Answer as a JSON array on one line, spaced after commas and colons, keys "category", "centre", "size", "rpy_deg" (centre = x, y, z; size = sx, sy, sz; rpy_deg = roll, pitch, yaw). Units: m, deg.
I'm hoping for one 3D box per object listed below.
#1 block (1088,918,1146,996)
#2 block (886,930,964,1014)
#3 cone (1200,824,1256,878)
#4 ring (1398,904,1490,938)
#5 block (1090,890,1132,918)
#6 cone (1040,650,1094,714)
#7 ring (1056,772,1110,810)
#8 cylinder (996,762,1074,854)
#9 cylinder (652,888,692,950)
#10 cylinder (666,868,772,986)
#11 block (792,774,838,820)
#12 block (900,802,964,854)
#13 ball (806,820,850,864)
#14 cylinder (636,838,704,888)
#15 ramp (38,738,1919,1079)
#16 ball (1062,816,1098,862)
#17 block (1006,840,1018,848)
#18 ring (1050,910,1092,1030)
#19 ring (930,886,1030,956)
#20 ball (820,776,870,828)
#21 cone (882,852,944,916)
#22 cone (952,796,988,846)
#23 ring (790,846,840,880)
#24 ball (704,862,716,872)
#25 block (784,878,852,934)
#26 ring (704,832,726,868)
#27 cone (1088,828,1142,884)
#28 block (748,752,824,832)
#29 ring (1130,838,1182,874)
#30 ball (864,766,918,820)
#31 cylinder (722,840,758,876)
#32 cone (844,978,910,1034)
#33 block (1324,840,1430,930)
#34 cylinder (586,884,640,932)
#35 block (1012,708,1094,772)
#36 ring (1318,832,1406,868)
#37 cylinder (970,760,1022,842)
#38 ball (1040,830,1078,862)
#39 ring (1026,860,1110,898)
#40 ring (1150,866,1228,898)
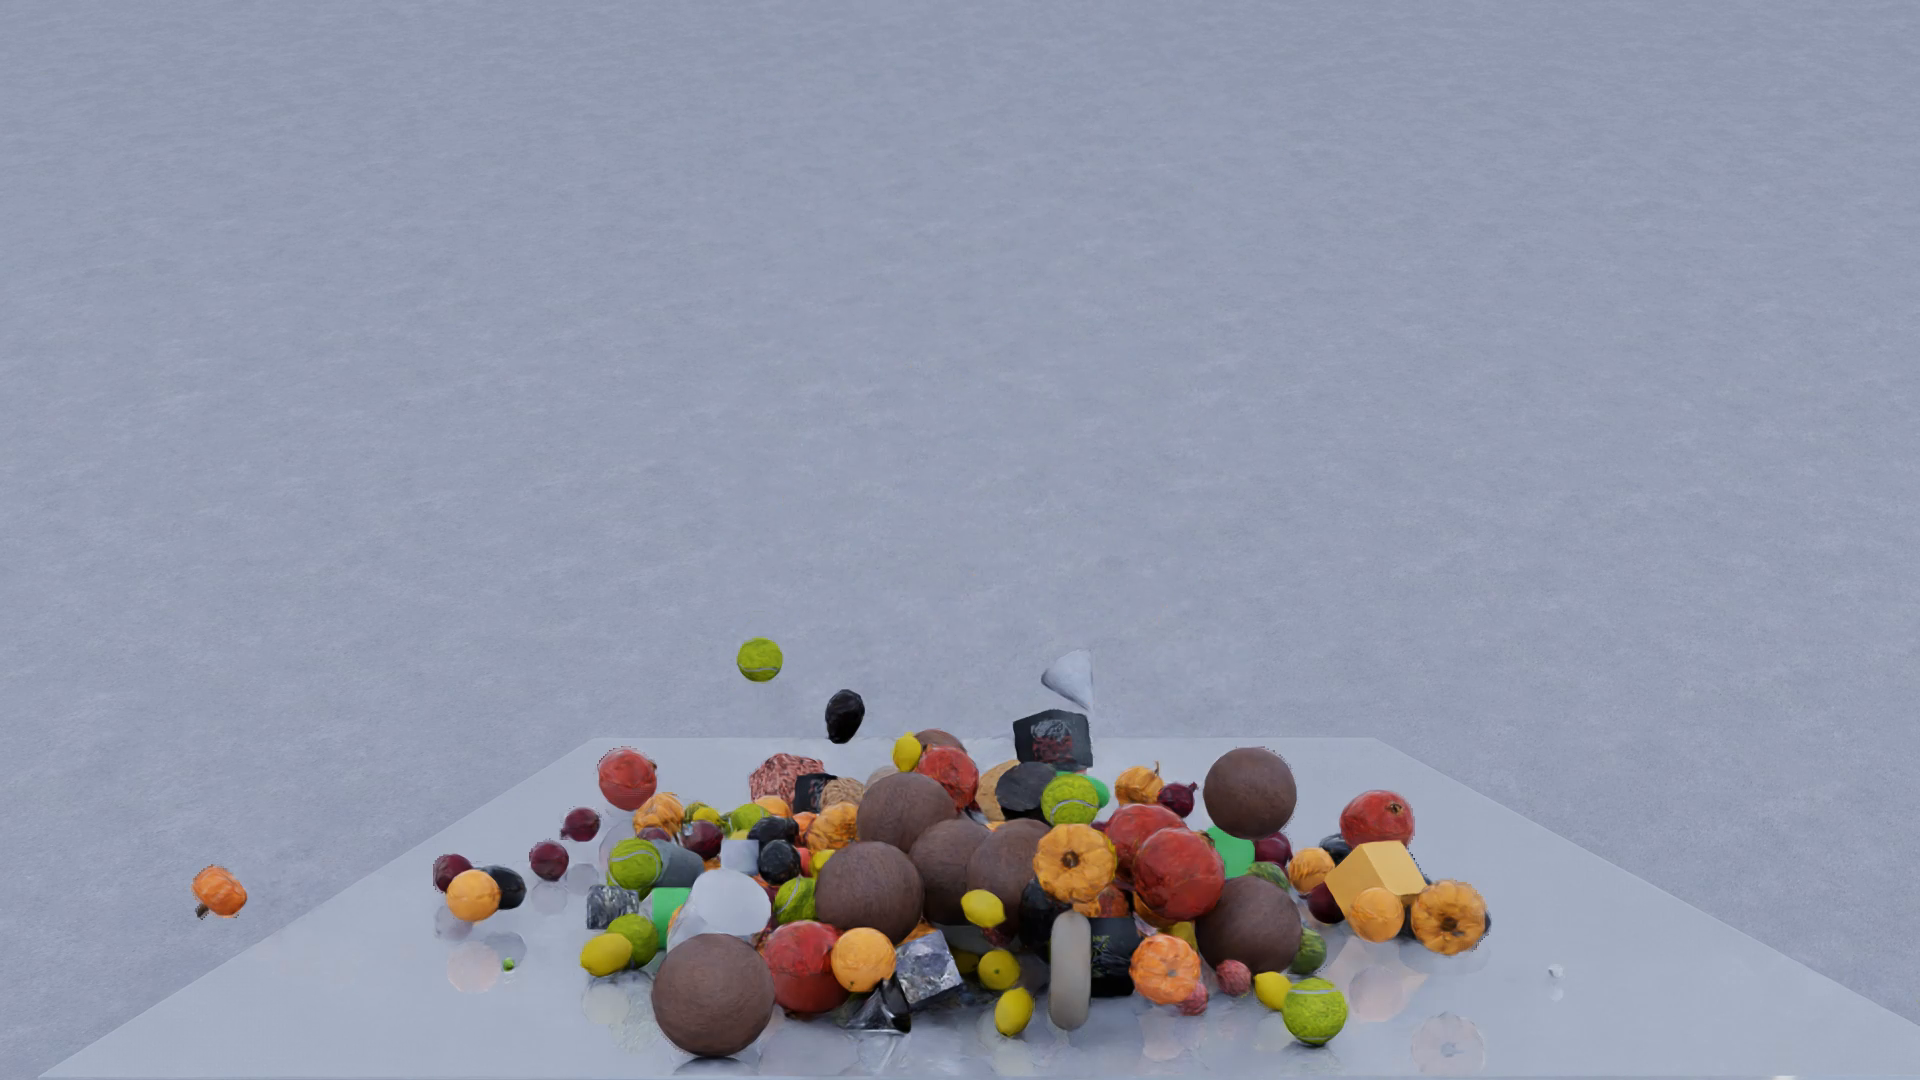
[{"category": "block", "centre": [0.171, 0.491, 3.042], "size": [0.066, 0.066, 0.066], "rpy_deg": [2, 45, -16]}, {"category": "block", "centre": [-0.040, 0.489, 2.925], "size": [0.065, 0.065, 0.065], "rpy_deg": [-21, 72, -9]}, {"category": "cone", "centre": [0.384, 0.475, 3.826], "size": [0.085, 0.085, 0.085], "rpy_deg": [5, 62, -10]}, {"category": "ring", "centre": [0.653, 0.513, 3.484], "size": [0.122, 0.041, 0.122], "rpy_deg": [1, -5, 0]}, {"category": "block", "centre": [0.205, 0.506, 3.525], "size": [0.053, 0.053, 0.053], "rpy_deg": [0, -4, -2]}, {"category": "cone", "centre": [0.175, 0.220, 3.774], "size": [0.085, 0.085, 0.085], "rpy_deg": [-17, 61, -29]}, {"category": "ring", "centre": [0.187, 0.429, 4.419], "size": [0.140, 0.047, 0.140], "rpy_deg": [10, -15, 3]}, {"category": "cylinder", "centre": [0.115, 0.408, 3.941], "size": [0.099, 0.099, 0.099], "rpy_deg": [-12, 40, 11]}, {"category": "cylinder", "centre": [-0.362, 0.496, 3.386], "size": [0.080, 0.080, 0.080], "rpy_deg": [0, 28, -5]}, {"category": "cylinder", "centre": [-0.286, 0.458, 3.058], "size": [0.098, 0.098, 0.098], "rpy_deg": [17, 39, -14]}, {"category": "block", "centre": [-0.234, 0.437, 4.392], "size": [0.067, 0.067, 0.067], "rpy_deg": [-8, -20, 40]}, {"category": "block", "centre": [-0.047, 0.484, 4.364], "size": [0.080, 0.080, 0.080], "rpy_deg": [-1, -3, 22]}, {"category": "ball", "centre": [-0.214, 0.492, 4.204], "size": [0.072, 0.072, 0.072], "rpy_deg": [0, 28, 0]}, {"category": "cylinder", "centre": [-0.399, 0.452, 3.552], "size": [0.066, 0.066, 0.066], "rpy_deg": [31, 3, -43]}, {"category": "ramp", "centre": [0.064, 0.575, 4.618], "size": [2.000, 0.100, 4.000], "rpy_deg": [0, 1, 0]}, {"category": "ball", "centre": [0.180, 0.485, 4.127], "size": [0.089, 0.089, 0.089], "rpy_deg": [0, 28, 0]}, {"category": "block", "centre": [0.126, 0.486, 4.405], "size": [0.072, 0.072, 0.072], "rpy_deg": [0, -8, -32]}, {"category": "ring", "centre": [0.120, 0.467, 2.804], "size": [0.043, 0.130, 0.130], "rpy_deg": [2, 29, 2]}, {"category": "ring", "centre": [0.024, 0.473, 3.212], "size": [0.128, 0.043, 0.128], "rpy_deg": [12, 19, -4]}, {"category": "ball", "centre": [-0.160, 0.363, 3.575], "size": [0.069, 0.069, 0.069], "rpy_deg": [0, 28, 0]}, {"category": "cone", "centre": [-0.044, 0.506, 3.647], "size": [0.099, 0.099, 0.099], "rpy_deg": [22, 34, 15]}, {"category": "cone", "centre": [0.020, 0.492, 4.399], "size": [0.089, 0.089, 0.089], "rpy_deg": [-8, 14, -15]}, {"category": "ring", "centre": [-0.218, 0.496, 3.876], "size": [0.093, 0.093, 0.031], "rpy_deg": [28, 71, 41]}, {"category": "ball", "centre": [-0.382, 0.504, 3.825], "size": [0.056, 0.056, 0.056], "rpy_deg": [0, 28, 0]}, {"category": "block", "centre": [-0.194, 0.499, 3.520], "size": [0.061, 0.061, 0.061], "rpy_deg": [-4, 6, 43]}, {"category": "ring", "centre": [-0.363, 0.485, 3.900], "size": [0.031, 0.092, 0.092], "rpy_deg": [-14, 31, -18]}, {"category": "cone", "centre": [0.211, 0.503, 3.933], "size": [0.095, 0.095, 0.095], "rpy_deg": [22, 39, 34]}, {"category": "block", "centre": [-0.302, 0.446, 4.557], "size": [0.096, 0.096, 0.096], "rpy_deg": [14, 51, -33]}, {"category": "ring", "centre": [0.287, 0.507, 4.142], "size": [0.137, 0.046, 0.137], "rpy_deg": [1, 0, 0]}, {"category": "ball", "centre": [-0.105, 0.387, 3.962], "size": [0.083, 0.083, 0.083], "rpy_deg": [0, 28, 0]}, {"category": "cylinder", "centre": [-0.301, 0.435, 3.539], "size": [0.050, 0.050, 0.050], "rpy_deg": [0, -7, 0]}, {"category": "cone", "centre": [-0.100, 0.525, 2.846], "size": [0.067, 0.067, 0.067], "rpy_deg": [-26, 25, 14]}, {"category": "block", "centre": [0.571, 0.473, 3.542], "size": [0.085, 0.085, 0.085], "rpy_deg": [2, 49, -41]}, {"category": "cylinder", "centre": [-0.470, 0.498, 3.494], "size": [0.061, 0.061, 0.061], "rpy_deg": [5, 26, -17]}, {"category": "block", "centre": [0.160, 0.351, 4.443], "size": [0.091, 0.091, 0.091], "rpy_deg": [-22, -25, 39]}, {"category": "ring", "centre": [0.653, 0.505, 4.197], "size": [0.143, 0.048, 0.143], "rpy_deg": [-1, 1, 0]}, {"category": "cylinder", "centre": [0.084, 0.435, 4.315], "size": [0.098, 0.098, 0.098], "rpy_deg": [-19, 65, -31]}, {"category": "ball", "centre": [0.148, 0.465, 4.007], "size": [0.068, 0.068, 0.068], "rpy_deg": [0, 28, 0]}, {"category": "ring", "centre": [0.159, 0.500, 3.814], "size": [0.126, 0.042, 0.126], "rpy_deg": [-3, -15, -1]}, {"category": "ring", "centre": [0.342, 0.513, 3.871], "size": [0.116, 0.039, 0.116], "rpy_deg": [-1, 1, 0]}]
